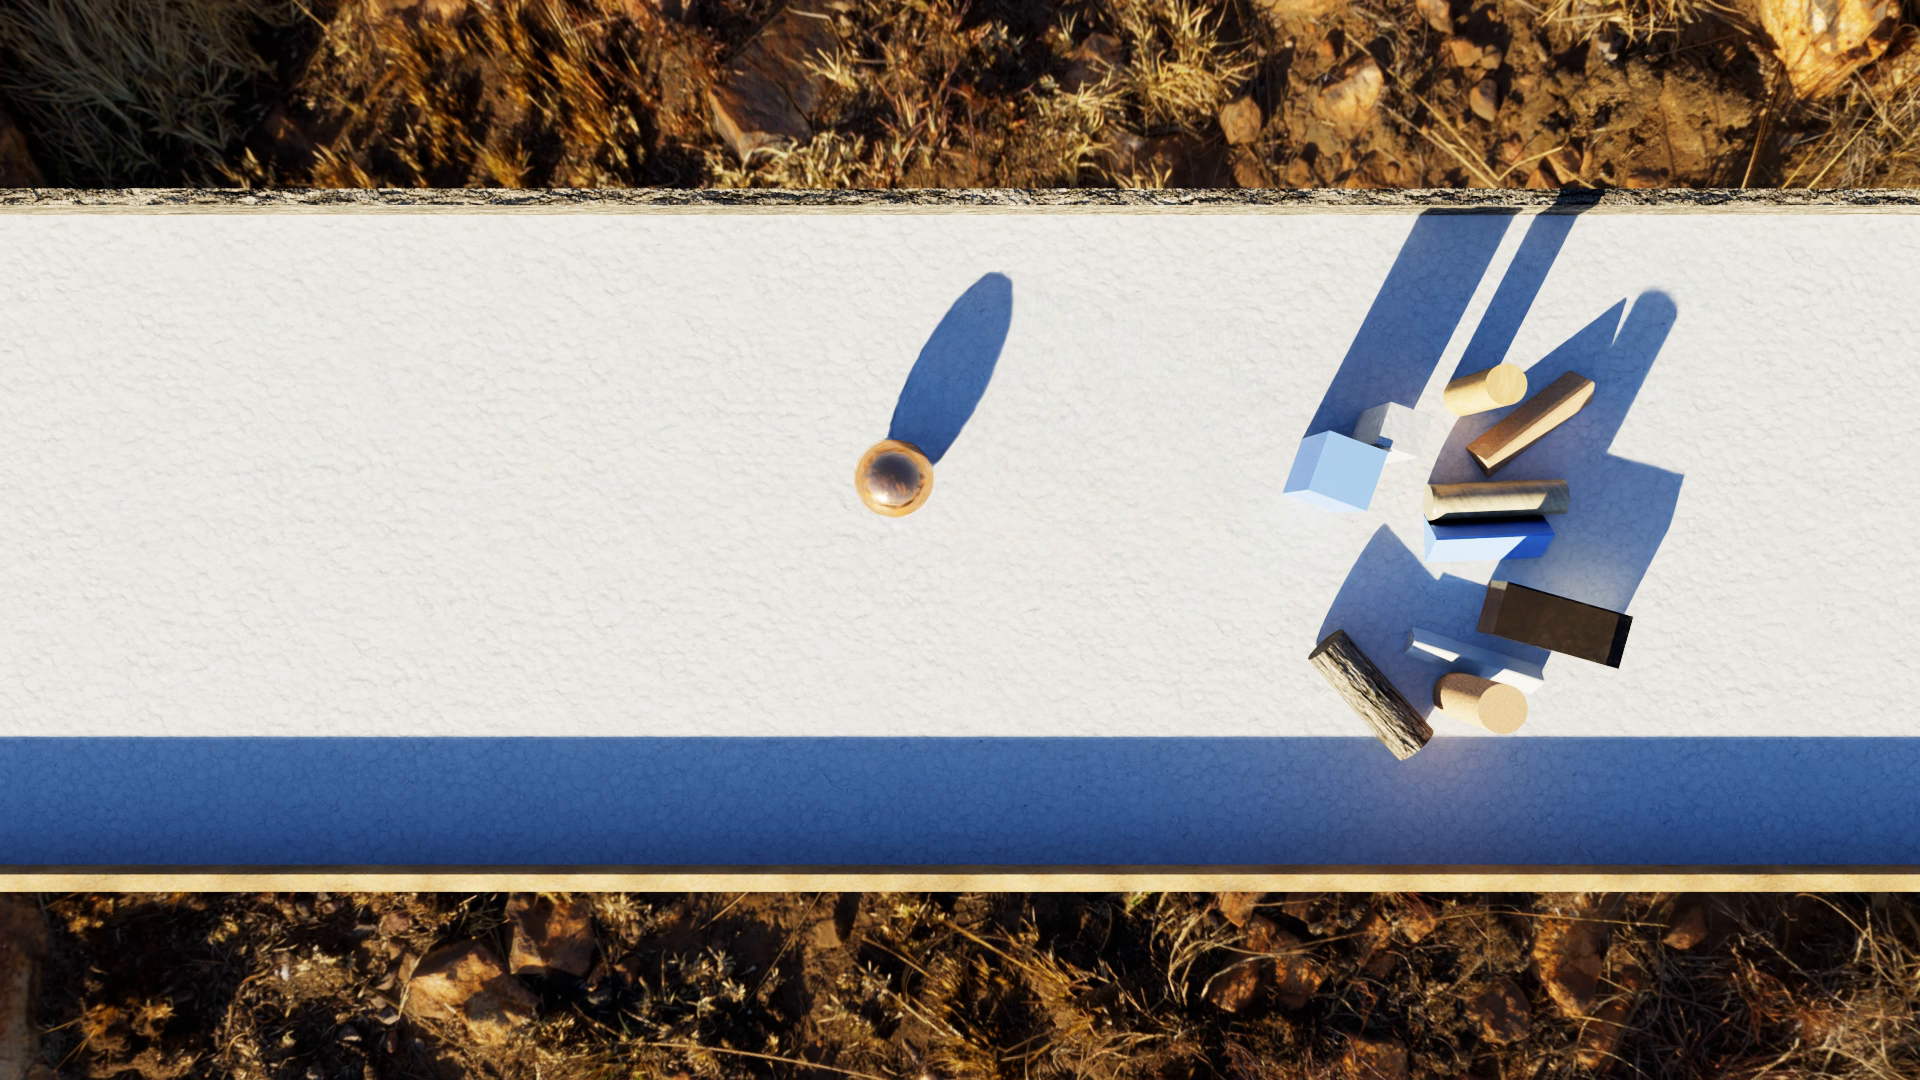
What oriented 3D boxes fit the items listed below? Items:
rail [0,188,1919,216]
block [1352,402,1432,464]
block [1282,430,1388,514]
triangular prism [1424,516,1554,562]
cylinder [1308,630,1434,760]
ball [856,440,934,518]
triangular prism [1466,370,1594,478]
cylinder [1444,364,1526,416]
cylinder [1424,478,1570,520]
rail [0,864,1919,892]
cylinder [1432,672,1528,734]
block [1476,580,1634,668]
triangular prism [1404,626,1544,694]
[{"bbox_3d":[-2.247,-1.025,5.002,12.000,0.150,0.050,0,90,0],"label":"rail"},{"bbox_3d":[1.272,-0.315,4.896,0.126,0.362,0.126,19,90,0],"label":"block"},{"bbox_3d":[1.107,-0.197,4.889,0.179,0.376,0.179,20,90,0],"label":"block"},{"bbox_3d":[1.606,-0.011,5.011,0.356,0.124,0.143,-2,90,0],"label":"triangular prism"},{"bbox_3d":[1.247,0.470,5.008,0.138,0.138,0.410,-42,90,0],"label":"cylinder"},{"bbox_3d":[-0.196,-0.185,4.959,0.235,0.235,0.235,0,90,0],"label":"ball"},{"bbox_3d":[1.750,-0.356,5.023,0.400,0.101,0.117,-37,90,0],"label":"triangular prism"},{"bbox_3d":[1.546,-0.440,4.871,0.117,0.411,0.117,0,90,0],"label":"cylinder"},{"bbox_3d":[1.631,-0.124,5.022,0.412,0.109,0.109,-2,90,0],"label":"cylinder"},{"bbox_3d":[-2.247,1.025,5.001,12.000,0.150,0.050,0,90,0],"label":"rail"},{"bbox_3d":[1.525,0.475,4.854,0.141,0.444,0.141,0,90,0],"label":"cylinder"},{"bbox_3d":[1.798,0.254,4.995,0.389,0.163,0.163,16,90,0],"label":"block"},{"bbox_3d":[1.574,0.369,5.036,0.413,0.077,0.089,17,90,0],"label":"triangular prism"}]
